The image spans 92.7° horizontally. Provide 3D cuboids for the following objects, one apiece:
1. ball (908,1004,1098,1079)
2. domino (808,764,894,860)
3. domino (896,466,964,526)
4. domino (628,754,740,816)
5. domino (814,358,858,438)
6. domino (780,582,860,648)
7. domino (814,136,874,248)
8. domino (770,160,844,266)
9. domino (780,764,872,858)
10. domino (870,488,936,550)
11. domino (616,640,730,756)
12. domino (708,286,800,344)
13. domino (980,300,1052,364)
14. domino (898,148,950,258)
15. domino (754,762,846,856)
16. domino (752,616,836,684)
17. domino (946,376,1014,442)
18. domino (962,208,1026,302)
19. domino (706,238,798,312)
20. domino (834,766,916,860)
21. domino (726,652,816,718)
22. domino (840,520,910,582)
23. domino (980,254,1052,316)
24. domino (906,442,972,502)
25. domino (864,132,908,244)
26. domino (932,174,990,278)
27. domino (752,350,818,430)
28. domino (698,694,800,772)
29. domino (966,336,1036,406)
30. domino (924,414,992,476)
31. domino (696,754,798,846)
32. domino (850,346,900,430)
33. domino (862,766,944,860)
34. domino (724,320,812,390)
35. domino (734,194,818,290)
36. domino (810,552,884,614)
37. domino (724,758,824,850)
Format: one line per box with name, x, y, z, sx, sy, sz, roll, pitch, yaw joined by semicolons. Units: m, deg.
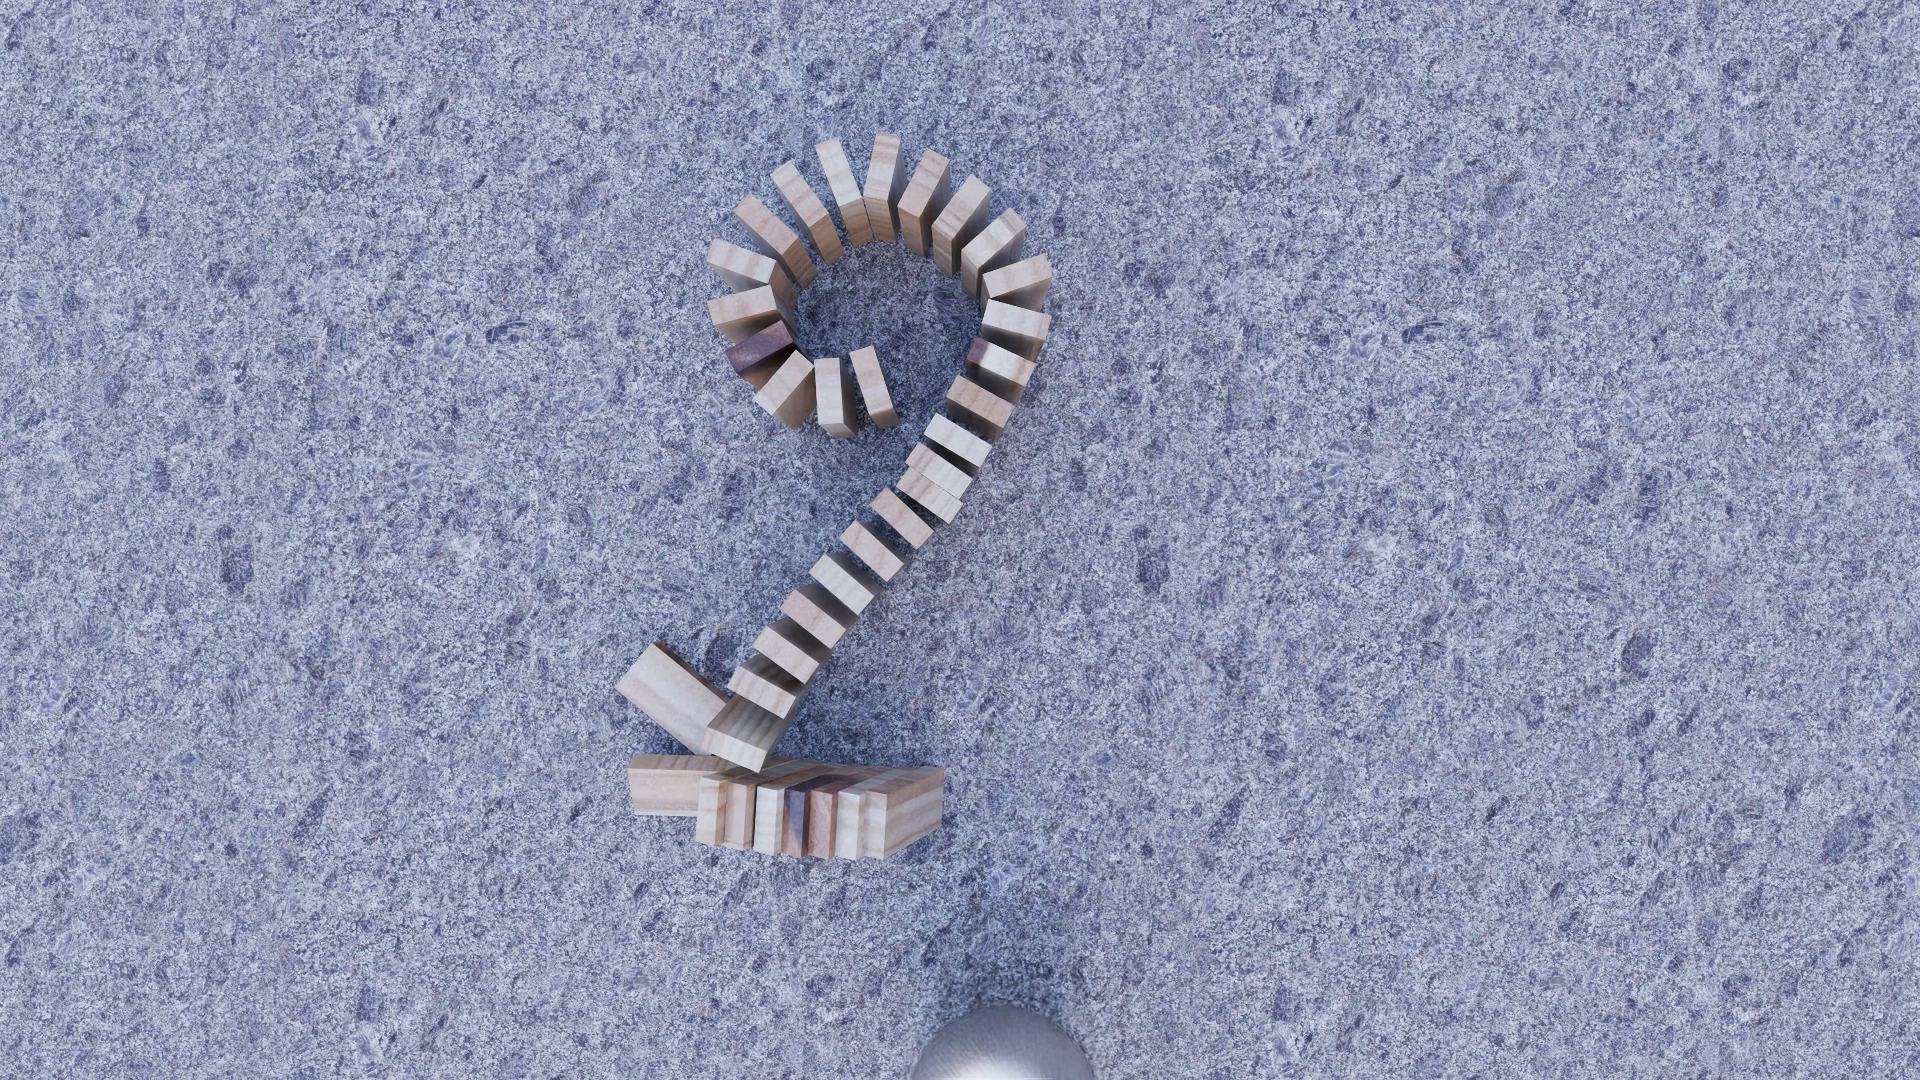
ball;0.017;0.227;0.360;0.080;0.080;0.080;0;90;0
domino;-0.043;0.110;0.375;0.010;0.050;0.025;3;90;25
domino;-0.012;-0.017;0.375;0.025;0.050;0.010;35;90;0
domino;-0.114;0.105;0.390;0.050;0.010;0.025;2;116;0
domino;-0.050;-0.057;0.375;0.010;0.050;0.025;-4;90;0
domino;-0.056;0.030;0.375;0.025;0.050;0.009;38;90;0
domino;-0.047;-0.141;0.375;0.009;0.050;0.025;-22;90;0
domino;-0.061;-0.132;0.375;0.009;0.050;0.025;-37;90;0
domino;-0.054;0.110;0.375;0.010;0.050;0.025;3;90;25
domino;-0.022;-0.008;0.375;0.025;0.050;0.009;43;90;0
domino;-0.120;0.069;0.395;0.050;0.010;0.025;39;90;0
domino;-0.083;-0.090;0.375;0.025;0.050;0.010;-15;90;0
domino;0.022;-0.084;0.375;0.025;0.050;0.010;15;90;0
domino;-0.014;-0.136;0.375;0.010;0.050;0.025;28;90;0
domino;-0.064;0.109;0.375;0.010;0.050;0.025;3;90;25
domino;-0.067;0.044;0.375;0.025;0.050;0.010;36;90;0
domino;0.008;-0.053;0.375;0.025;0.050;0.010;29;90;0
domino;0.013;-0.116;0.375;0.025;0.050;0.009;-41;90;0
domino;-0.084;-0.107;0.375;0.025;0.050;0.009;20;90;0
domino;-0.033;0.111;0.375;0.009;0.050;0.025;3;90;25
domino;-0.076;0.058;0.375;0.025;0.050;0.009;29;90;0
domino;-0.034;0.004;0.375;0.025;0.050;0.009;42;90;0
domino;0.022;-0.101;0.375;0.025;0.050;0.010;-19;90;0
domino;-0.008;-0.026;0.375;0.025;0.050;0.010;35;90;0
domino;-0.030;-0.143;0.375;0.010;0.050;0.025;12;90;0
domino;0.000;-0.127;0.375;0.009;0.050;0.025;37;90;0
domino;-0.067;-0.060;0.375;0.010;0.050;0.025;41;90;0
domino;-0.085;0.075;0.375;0.025;0.050;0.010;23;102;0
domino;0.016;-0.068;0.375;0.025;0.050;0.009;25;90;0
domino;-0.001;-0.038;0.375;0.025;0.050;0.009;31;90;0
domino;-0.086;0.106;0.376;0.010;0.050;0.025;5;90;27
domino;-0.034;-0.061;0.375;0.009;0.050;0.025;-18;90;0
domino;-0.022;0.110;0.375;0.010;0.050;0.025;3;90;25
domino;-0.077;-0.074;0.375;0.025;0.050;0.010;-29;90;0
domino;-0.074;-0.121;0.375;0.025;0.050;0.010;42;90;0
domino;-0.045;0.017;0.375;0.025;0.050;0.010;41;90;0
domino;-0.075;0.107;0.376;0.010;0.050;0.025;3;90;27
